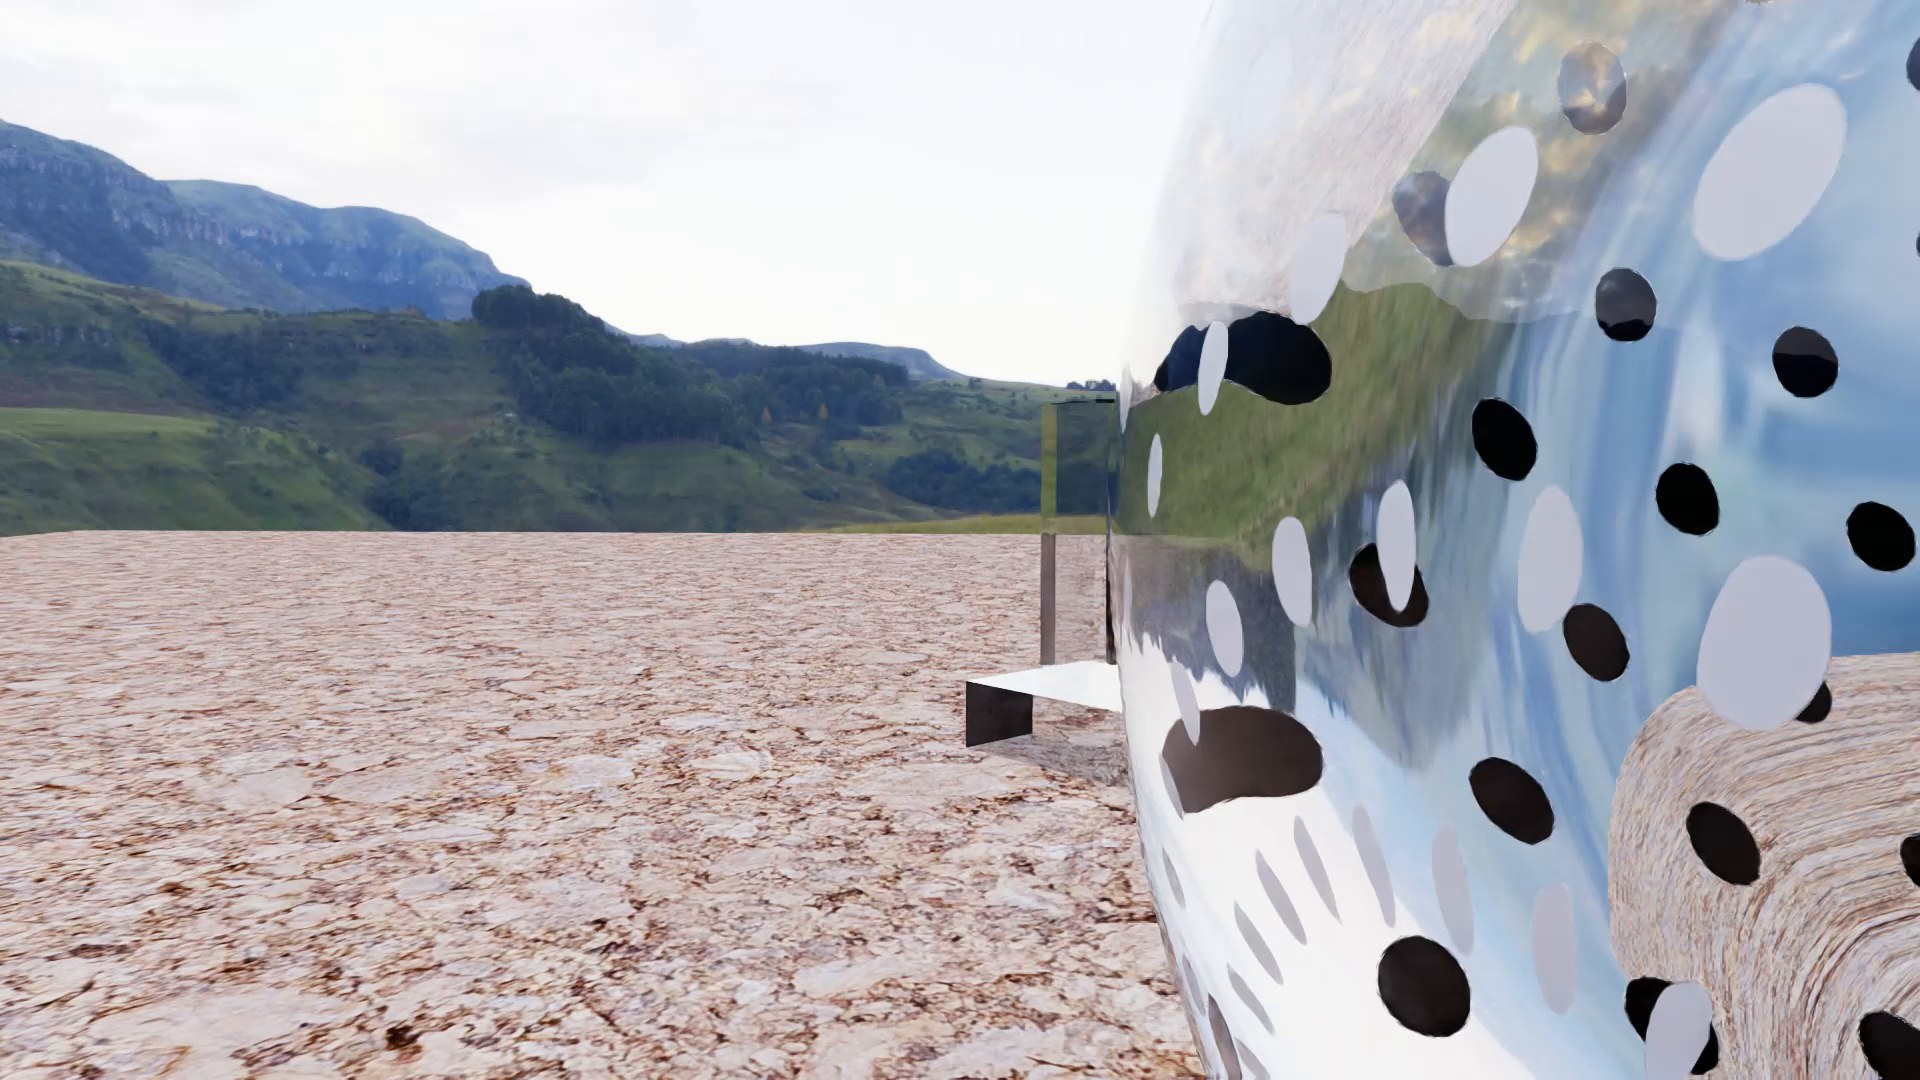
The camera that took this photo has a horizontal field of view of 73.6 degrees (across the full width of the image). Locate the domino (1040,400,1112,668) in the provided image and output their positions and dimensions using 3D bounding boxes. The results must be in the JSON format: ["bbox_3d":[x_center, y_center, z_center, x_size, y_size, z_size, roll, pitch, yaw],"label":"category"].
[{"bbox_3d":[0.024,0.000,0.234,0.010,0.050,0.025,-1,5,-18],"label":"domino"}]

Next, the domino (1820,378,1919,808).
[{"bbox_3d":[0.117,0.006,0.150,0.025,0.050,0.009,4,6,45],"label":"domino"}]

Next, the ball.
[{"bbox_3d":[0.044,0.000,0.032,0.080,0.080,0.080,0,4,0],"label":"ball"}]

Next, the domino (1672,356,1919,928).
[{"bbox_3d":[0.083,0.009,0.121,0.010,0.050,0.025,-3,5,-36],"label":"domino"}]

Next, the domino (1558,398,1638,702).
[{"bbox_3d":[0.111,0.001,0.222,0.009,0.050,0.025,2,5,29],"label":"domino"}]

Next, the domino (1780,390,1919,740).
[{"bbox_3d":[0.137,0.003,0.189,0.025,0.050,0.010,0,4,-3],"label":"domino"}]

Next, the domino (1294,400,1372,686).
[{"bbox_3d":[0.068,0.000,0.236,0.009,0.050,0.025,1,4,8],"label":"domino"}]

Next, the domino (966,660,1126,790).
[{"bbox_3d":[0.027,0.025,0.169,0.025,0.009,0.050,-4,6,-42],"label":"domino"}]

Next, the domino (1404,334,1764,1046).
[{"bbox_3d":[0.048,0.010,0.098,0.025,0.050,0.009,-2,5,-25],"label":"domino"}]
